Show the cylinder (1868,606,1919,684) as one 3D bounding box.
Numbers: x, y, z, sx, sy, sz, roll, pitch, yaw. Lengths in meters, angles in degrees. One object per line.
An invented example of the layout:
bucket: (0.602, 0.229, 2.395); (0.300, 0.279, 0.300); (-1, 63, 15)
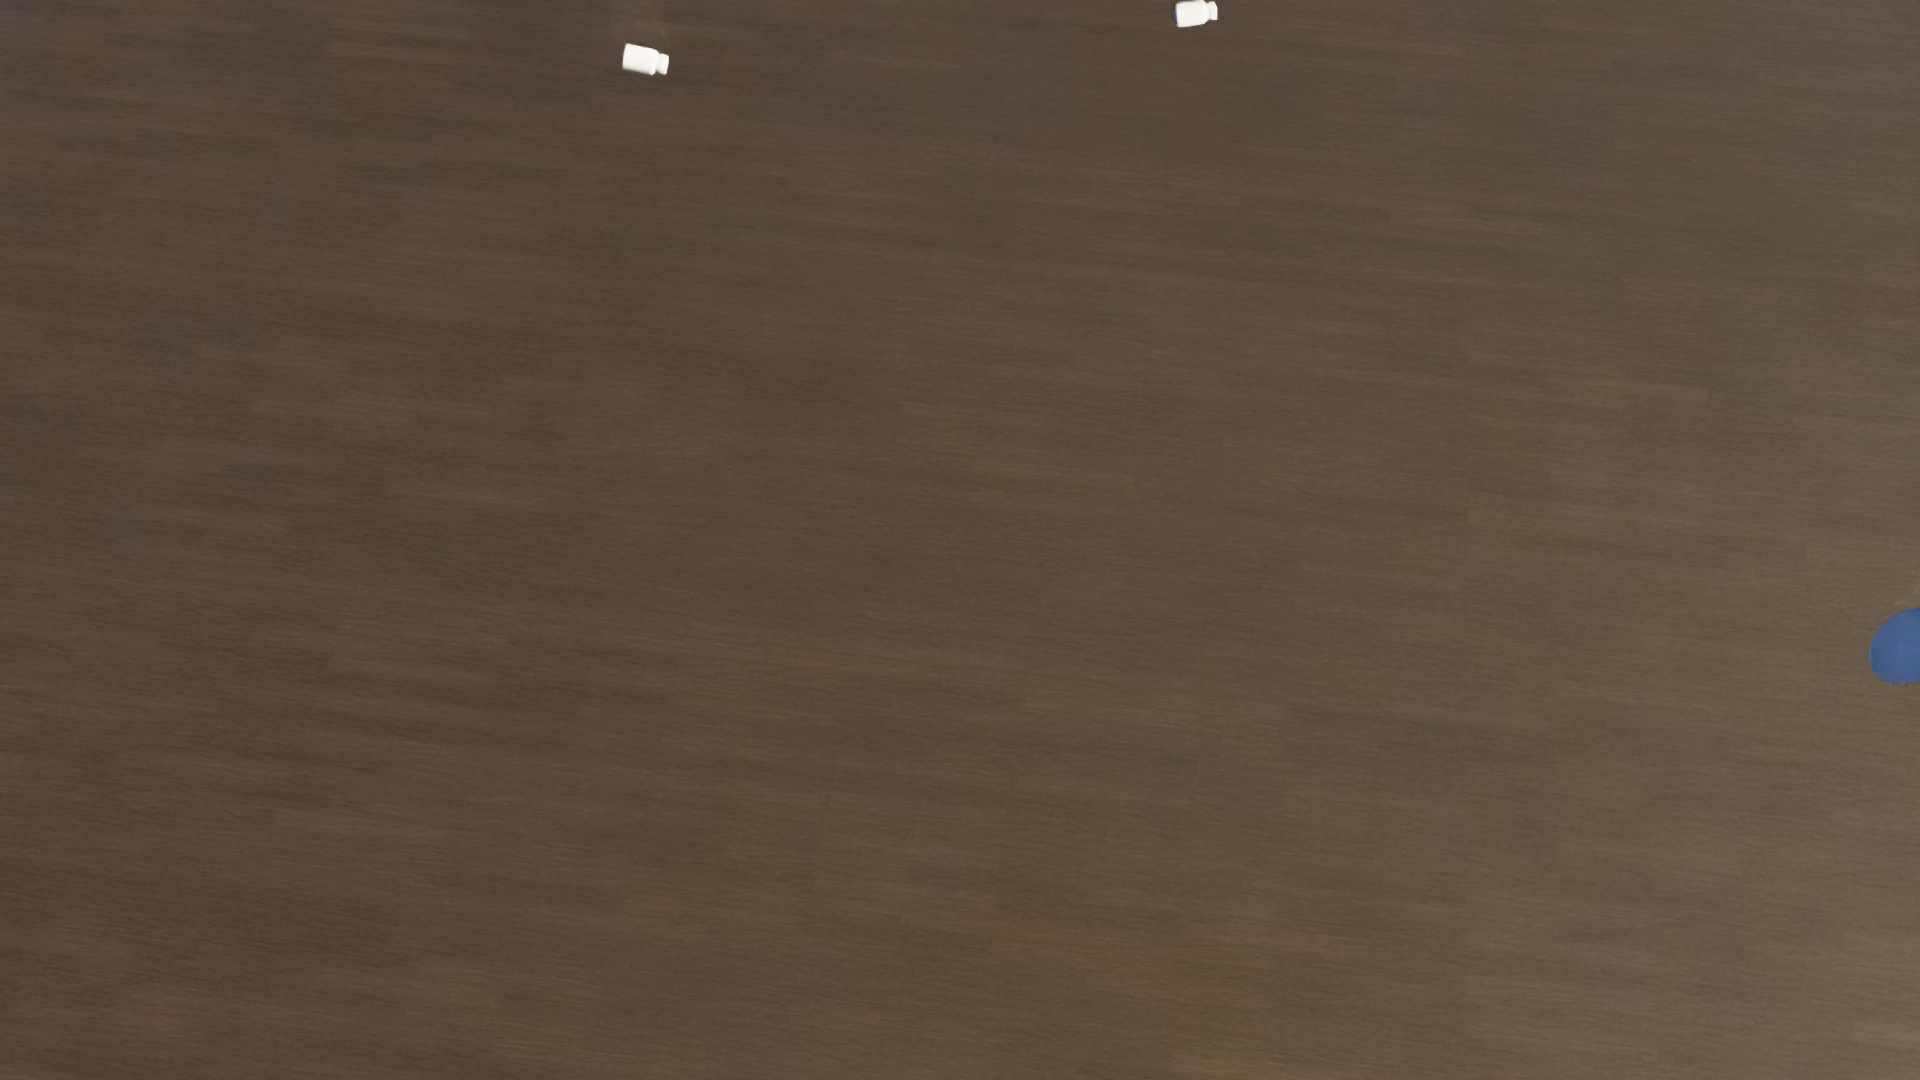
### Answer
cylinder: (1.432, 0.153, 3.278); (0.099, 0.137, 0.100); (-4, 53, -52)
